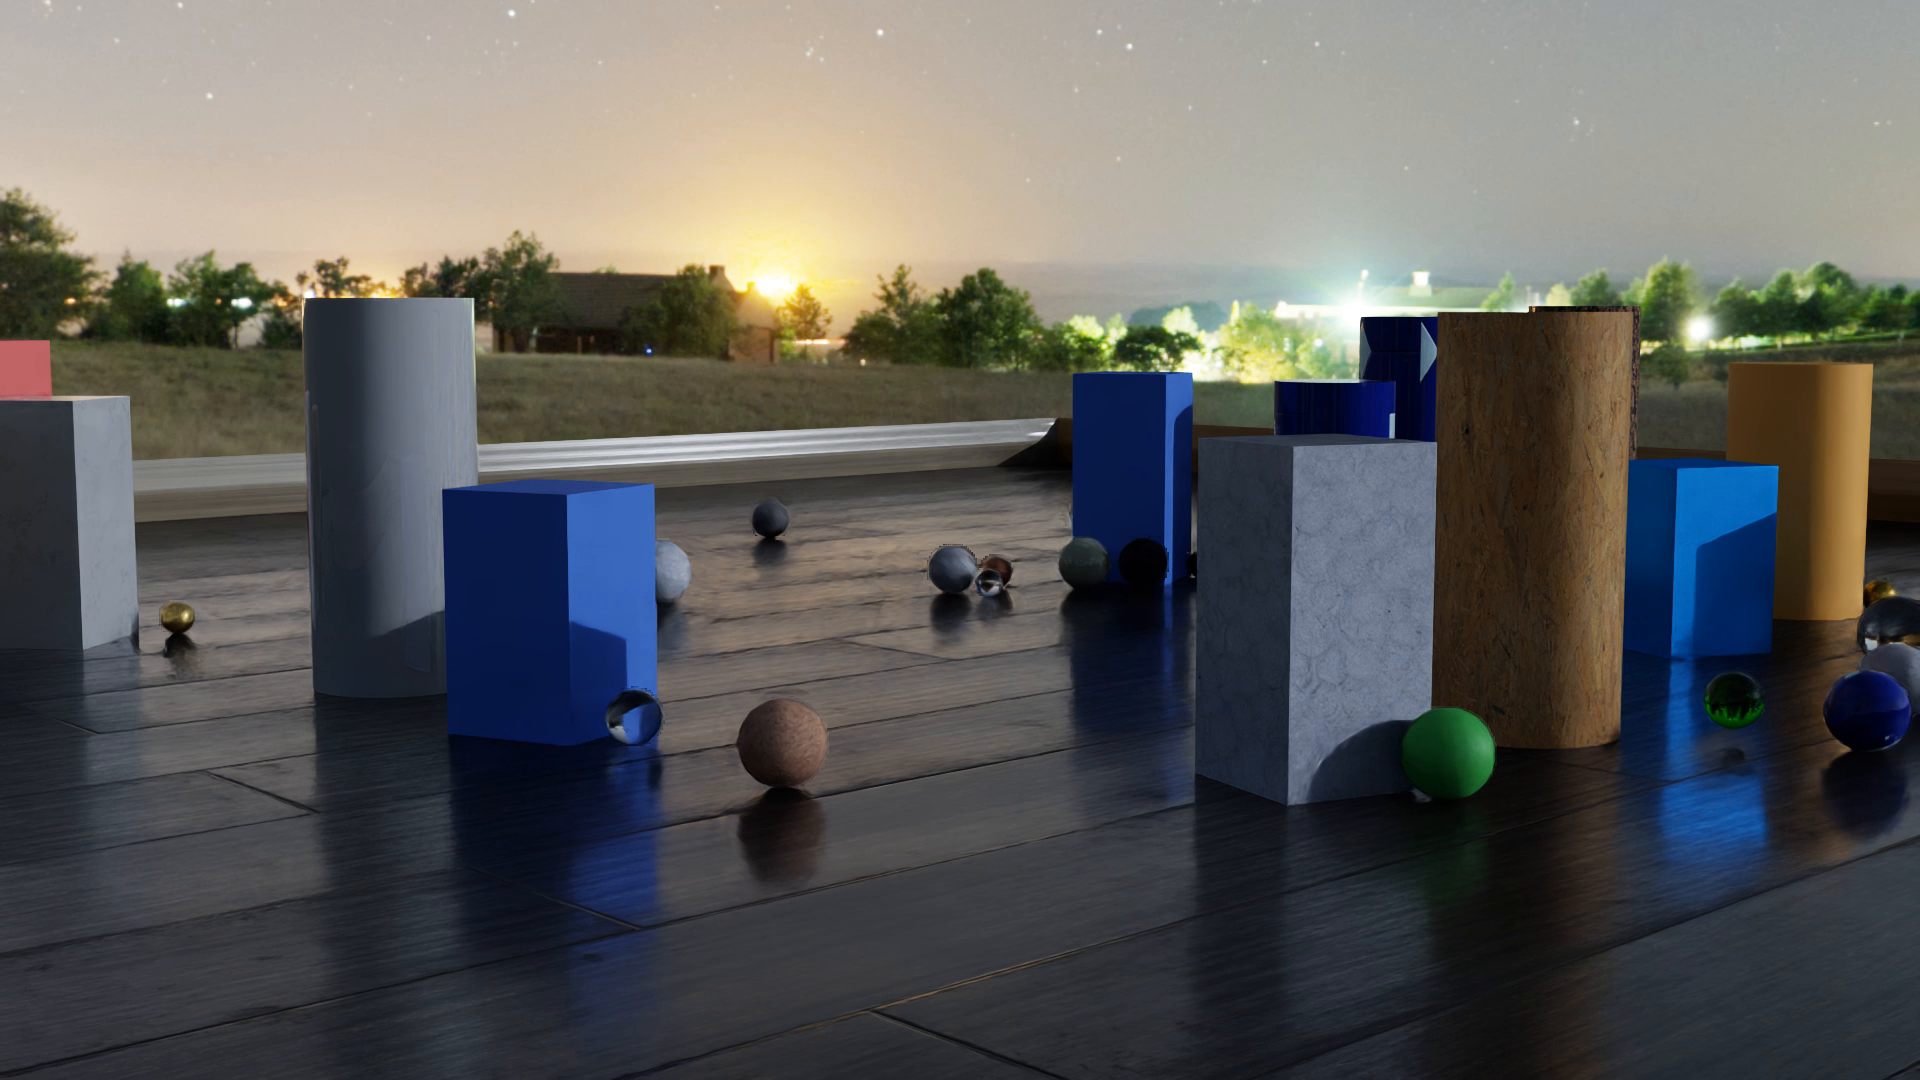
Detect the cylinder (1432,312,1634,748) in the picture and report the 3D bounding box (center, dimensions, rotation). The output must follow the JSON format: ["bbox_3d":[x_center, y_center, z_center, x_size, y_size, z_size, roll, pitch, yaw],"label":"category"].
[{"bbox_3d":[0.600,-0.018,2.318,0.198,0.443,0.198,0,6,0],"label":"cylinder"}]

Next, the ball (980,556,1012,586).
[{"bbox_3d":[0.059,0.051,3.548,0.051,0.051,0.051,0,6,0],"label":"ball"}]

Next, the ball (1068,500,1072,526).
[{"bbox_3d":[0.239,-0.048,3.896,0.095,0.095,0.095,0,6,0],"label":"ball"}]

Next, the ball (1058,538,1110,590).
[{"bbox_3d":[0.199,0.038,3.518,0.084,0.084,0.084,0,6,0],"label":"ball"}]

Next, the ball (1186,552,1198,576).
[{"bbox_3d":[0.400,0.041,3.688,0.043,0.043,0.043,0,6,0],"label":"ball"}]

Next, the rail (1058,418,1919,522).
[{"bbox_3d":[1.720,-0.131,4.910,0.045,0.129,4.277,-5,8,-42],"label":"rail"}]

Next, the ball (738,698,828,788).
[{"bbox_3d":[-0.166,0.190,2.057,0.084,0.084,0.084,0,6,0],"label":"ball"}]

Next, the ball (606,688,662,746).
[{"bbox_3d":[-0.335,0.182,2.258,0.058,0.058,0.058,0,6,0],"label":"ball"}]

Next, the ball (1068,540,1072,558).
[{"bbox_3d":[0.218,0.017,3.846,0.057,0.057,0.057,0,6,0],"label":"ball"}]

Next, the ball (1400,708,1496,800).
[{"bbox_3d":[0.445,0.195,2.005,0.085,0.085,0.085,0,6,0],"label":"ball"}]

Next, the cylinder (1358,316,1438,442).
[{"bbox_3d":[0.891,-0.227,4.370,0.198,0.433,0.198,0,6,0],"label":"cylinder"}]

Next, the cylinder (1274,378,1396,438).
[{"bbox_3d":[0.619,-0.099,3.648,0.198,0.329,0.198,0,6,0],"label":"cylinder"}]

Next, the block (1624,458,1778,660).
[{"bbox_3d":[0.958,0.020,2.907,0.158,0.245,0.158,-2,6,-20],"label":"block"}]

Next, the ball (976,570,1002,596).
[{"bbox_3d":[0.046,0.067,3.434,0.043,0.043,0.043,0,6,0],"label":"ball"}]

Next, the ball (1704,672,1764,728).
[{"bbox_3d":[0.826,0.171,2.349,0.061,0.061,0.061,0,6,0],"label":"ball"}]

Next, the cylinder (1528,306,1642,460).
[{"bbox_3d":[1.130,-0.198,4.002,0.198,0.453,0.198,0,6,0],"label":"cylinder"}]

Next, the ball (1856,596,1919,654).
[{"bbox_3d":[1.166,0.115,2.738,0.092,0.092,0.092,0,6,0],"label":"ball"}]

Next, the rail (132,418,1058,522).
[{"bbox_3d":[-1.434,-0.128,4.877,4.727,0.129,0.045,-5,8,-42],"label":"rail"}]

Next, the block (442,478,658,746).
[{"bbox_3d":[-0.435,0.072,2.346,0.158,0.259,0.158,3,7,26],"label":"block"}]

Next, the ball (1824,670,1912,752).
[{"bbox_3d":[0.918,0.173,2.226,0.083,0.083,0.083,0,6,0],"label":"ball"}]

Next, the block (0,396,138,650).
[{"bbox_3d":[-1.226,-0.027,2.964,0.158,0.328,0.158,1,6,5],"label":"block"}]

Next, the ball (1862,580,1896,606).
[{"bbox_3d":[1.357,0.083,3.248,0.049,0.049,0.049,0,6,0],"label":"ball"}]

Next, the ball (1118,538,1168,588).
[{"bbox_3d":[0.295,0.037,3.547,0.080,0.080,0.080,0,6,0],"label":"ball"}]

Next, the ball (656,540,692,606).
[{"bbox_3d":[-0.456,0.049,3.331,0.099,0.099,0.099,0,6,0],"label":"ball"}]

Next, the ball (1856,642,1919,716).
[{"bbox_3d":[1.022,0.154,2.403,0.083,0.083,0.083,0,6,0],"label":"ball"}]

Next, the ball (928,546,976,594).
[{"bbox_3d":[-0.012,0.047,3.472,0.075,0.075,0.075,0,6,0],"label":"ball"}]

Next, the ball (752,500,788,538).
[{"bbox_3d":[-0.373,-0.040,4.318,0.073,0.073,0.073,0,6,0],"label":"ball"}]

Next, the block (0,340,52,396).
[{"bbox_3d":[-1.693,-0.150,3.828,0.158,0.393,0.158,5,8,39],"label":"block"}]

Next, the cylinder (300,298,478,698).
[{"bbox_3d":[-0.673,-0.056,2.612,0.198,0.459,0.198,0,6,0],"label":"cylinder"}]

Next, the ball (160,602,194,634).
[{"bbox_3d":[-1.081,0.107,3.038,0.045,0.045,0.045,0,6,0],"label":"ball"}]

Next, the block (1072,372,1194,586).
[{"bbox_3d":[0.288,-0.107,3.663,0.158,0.342,0.158,2,6,22],"label":"block"}]

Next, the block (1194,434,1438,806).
[{"bbox_3d":[0.333,0.067,2.073,0.158,0.324,0.158,-3,7,-26],"label":"block"}]

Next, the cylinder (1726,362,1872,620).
[{"bbox_3d":[1.236,-0.077,3.252,0.198,0.367,0.198,0,6,0],"label":"cylinder"}]
